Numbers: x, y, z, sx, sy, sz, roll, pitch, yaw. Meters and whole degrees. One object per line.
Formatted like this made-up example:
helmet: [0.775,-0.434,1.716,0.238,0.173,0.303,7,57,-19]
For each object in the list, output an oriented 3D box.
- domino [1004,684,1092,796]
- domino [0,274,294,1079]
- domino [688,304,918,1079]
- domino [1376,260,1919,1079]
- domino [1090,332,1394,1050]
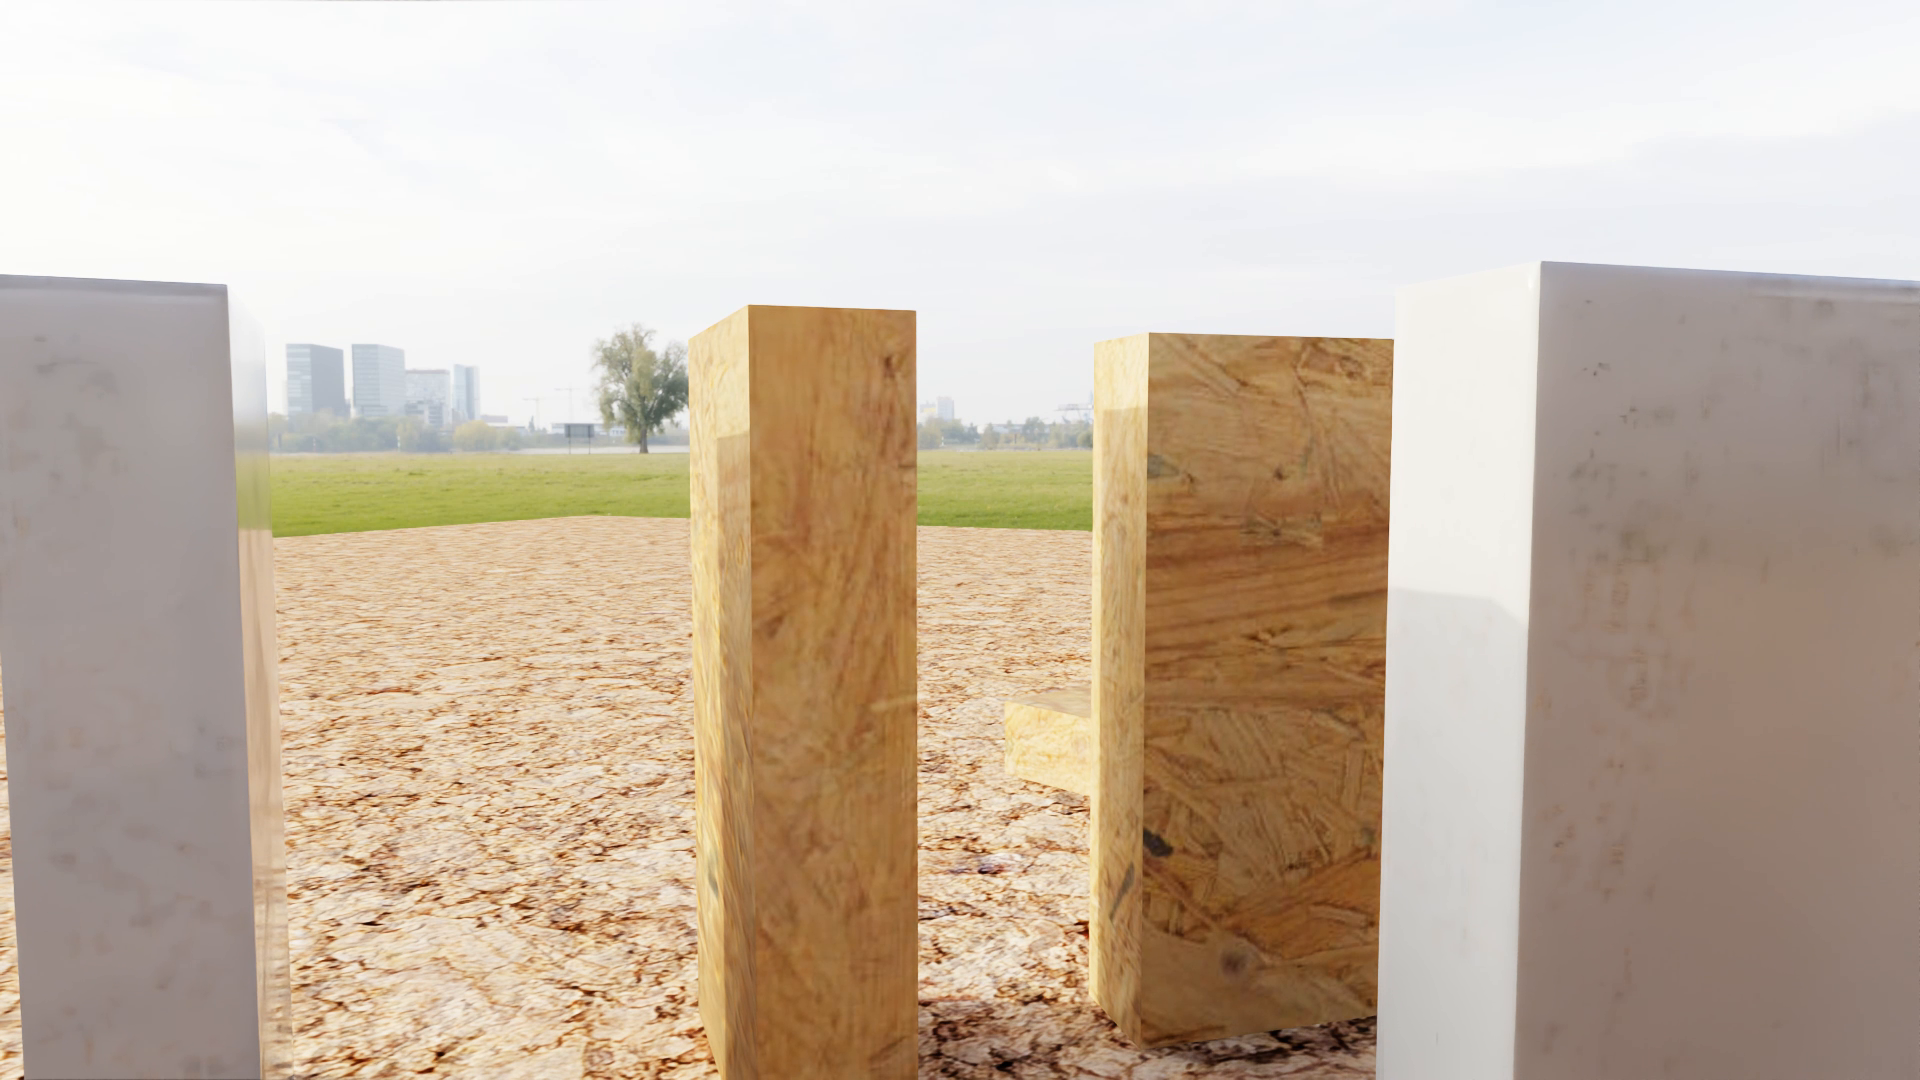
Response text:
domino: [0.032,0.026,0.156,0.025,0.010,0.050,-4,6,-43]
domino: [-0.044,0.012,0.072,0.010,0.050,0.025,-2,5,-25]
domino: [-0.011,0.011,0.084,0.009,0.050,0.025,-1,5,-19]
domino: [0.034,0.013,0.063,0.025,0.050,0.009,-1,5,-18]
domino: [0.023,0.010,0.096,0.025,0.050,0.010,-1,4,-17]
